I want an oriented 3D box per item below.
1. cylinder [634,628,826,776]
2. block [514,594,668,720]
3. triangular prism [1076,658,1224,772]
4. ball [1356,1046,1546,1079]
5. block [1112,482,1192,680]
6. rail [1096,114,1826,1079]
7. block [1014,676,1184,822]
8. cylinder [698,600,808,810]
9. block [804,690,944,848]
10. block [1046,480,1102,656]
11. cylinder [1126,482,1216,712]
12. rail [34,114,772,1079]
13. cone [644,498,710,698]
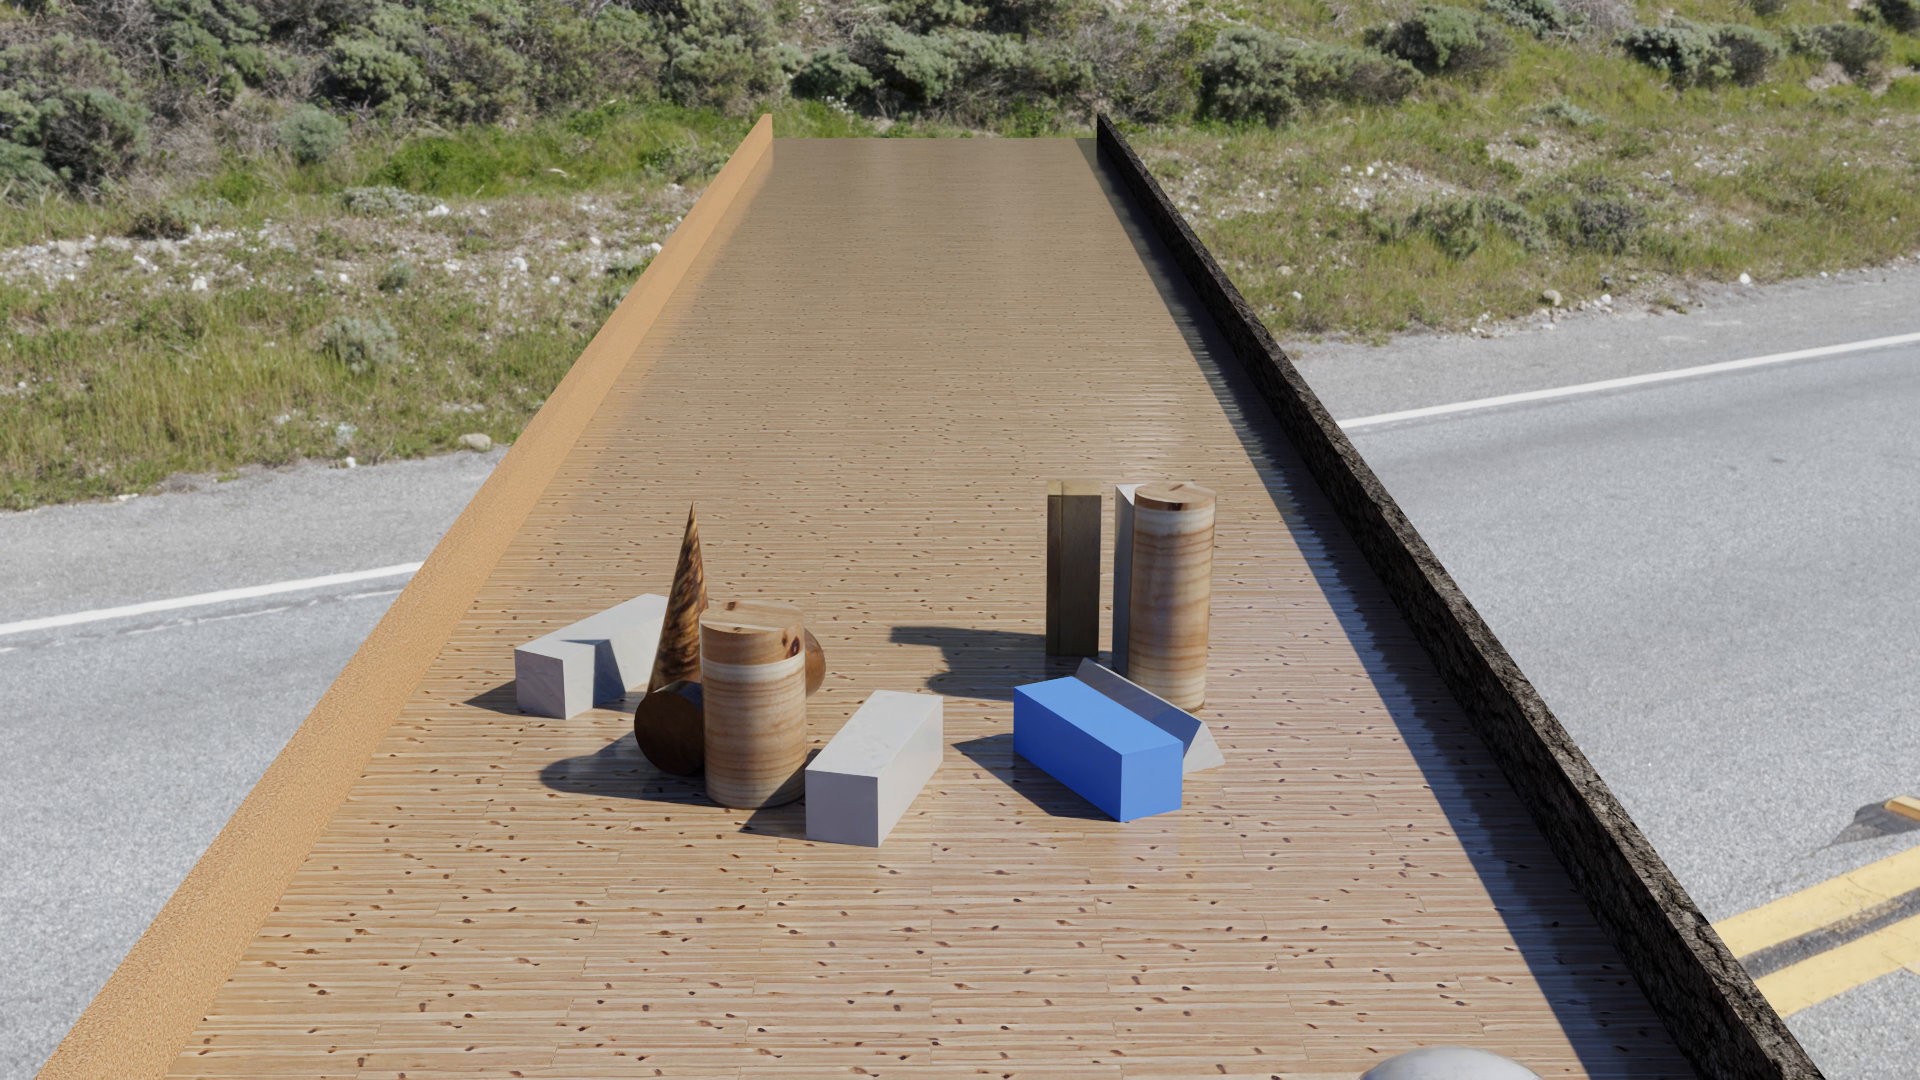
[{"bbox_3d":[-0.413,0.283,4.004,0.156,0.156,0.415,8,18,24],"label":"cylinder"},{"bbox_3d":[-0.684,0.221,4.273,0.119,0.119,0.394,10,19,30],"label":"block"},{"bbox_3d":[0.330,0.312,4.014,0.102,0.089,0.383,-9,19,-28],"label":"triangular prism"},{"bbox_3d":[0.526,0.697,2.332,0.314,0.314,0.314,0,17,0],"label":"ball"},{"bbox_3d":[0.391,0.086,4.296,0.152,0.366,0.152,-2,17,-8],"label":"block"},{"bbox_3d":[0.932,-0.844,7.801,0.050,0.150,12.000,0,17,-1],"label":"rail"},{"bbox_3d":[0.234,0.358,3.812,0.121,0.121,0.362,-9,19,-27],"label":"block"},{"bbox_3d":[-0.350,0.279,3.737,0.176,0.315,0.176,0,17,0],"label":"cylinder"},{"bbox_3d":[-0.140,0.382,3.728,0.123,0.123,0.381,4,17,15],"label":"block"},{"bbox_3d":[0.228,0.057,4.443,0.106,0.337,0.106,1,17,2],"label":"block"},{"bbox_3d":[0.395,0.109,4.135,0.152,0.409,0.152,1,16,0],"label":"cylinder"},{"bbox_3d":[-1.118,-0.838,7.780,0.050,0.150,12.000,0,17,-1],"label":"rail"},{"bbox_3d":[-0.506,0.115,4.094,0.148,0.411,0.148,5,21,-2],"label":"cone"}]
